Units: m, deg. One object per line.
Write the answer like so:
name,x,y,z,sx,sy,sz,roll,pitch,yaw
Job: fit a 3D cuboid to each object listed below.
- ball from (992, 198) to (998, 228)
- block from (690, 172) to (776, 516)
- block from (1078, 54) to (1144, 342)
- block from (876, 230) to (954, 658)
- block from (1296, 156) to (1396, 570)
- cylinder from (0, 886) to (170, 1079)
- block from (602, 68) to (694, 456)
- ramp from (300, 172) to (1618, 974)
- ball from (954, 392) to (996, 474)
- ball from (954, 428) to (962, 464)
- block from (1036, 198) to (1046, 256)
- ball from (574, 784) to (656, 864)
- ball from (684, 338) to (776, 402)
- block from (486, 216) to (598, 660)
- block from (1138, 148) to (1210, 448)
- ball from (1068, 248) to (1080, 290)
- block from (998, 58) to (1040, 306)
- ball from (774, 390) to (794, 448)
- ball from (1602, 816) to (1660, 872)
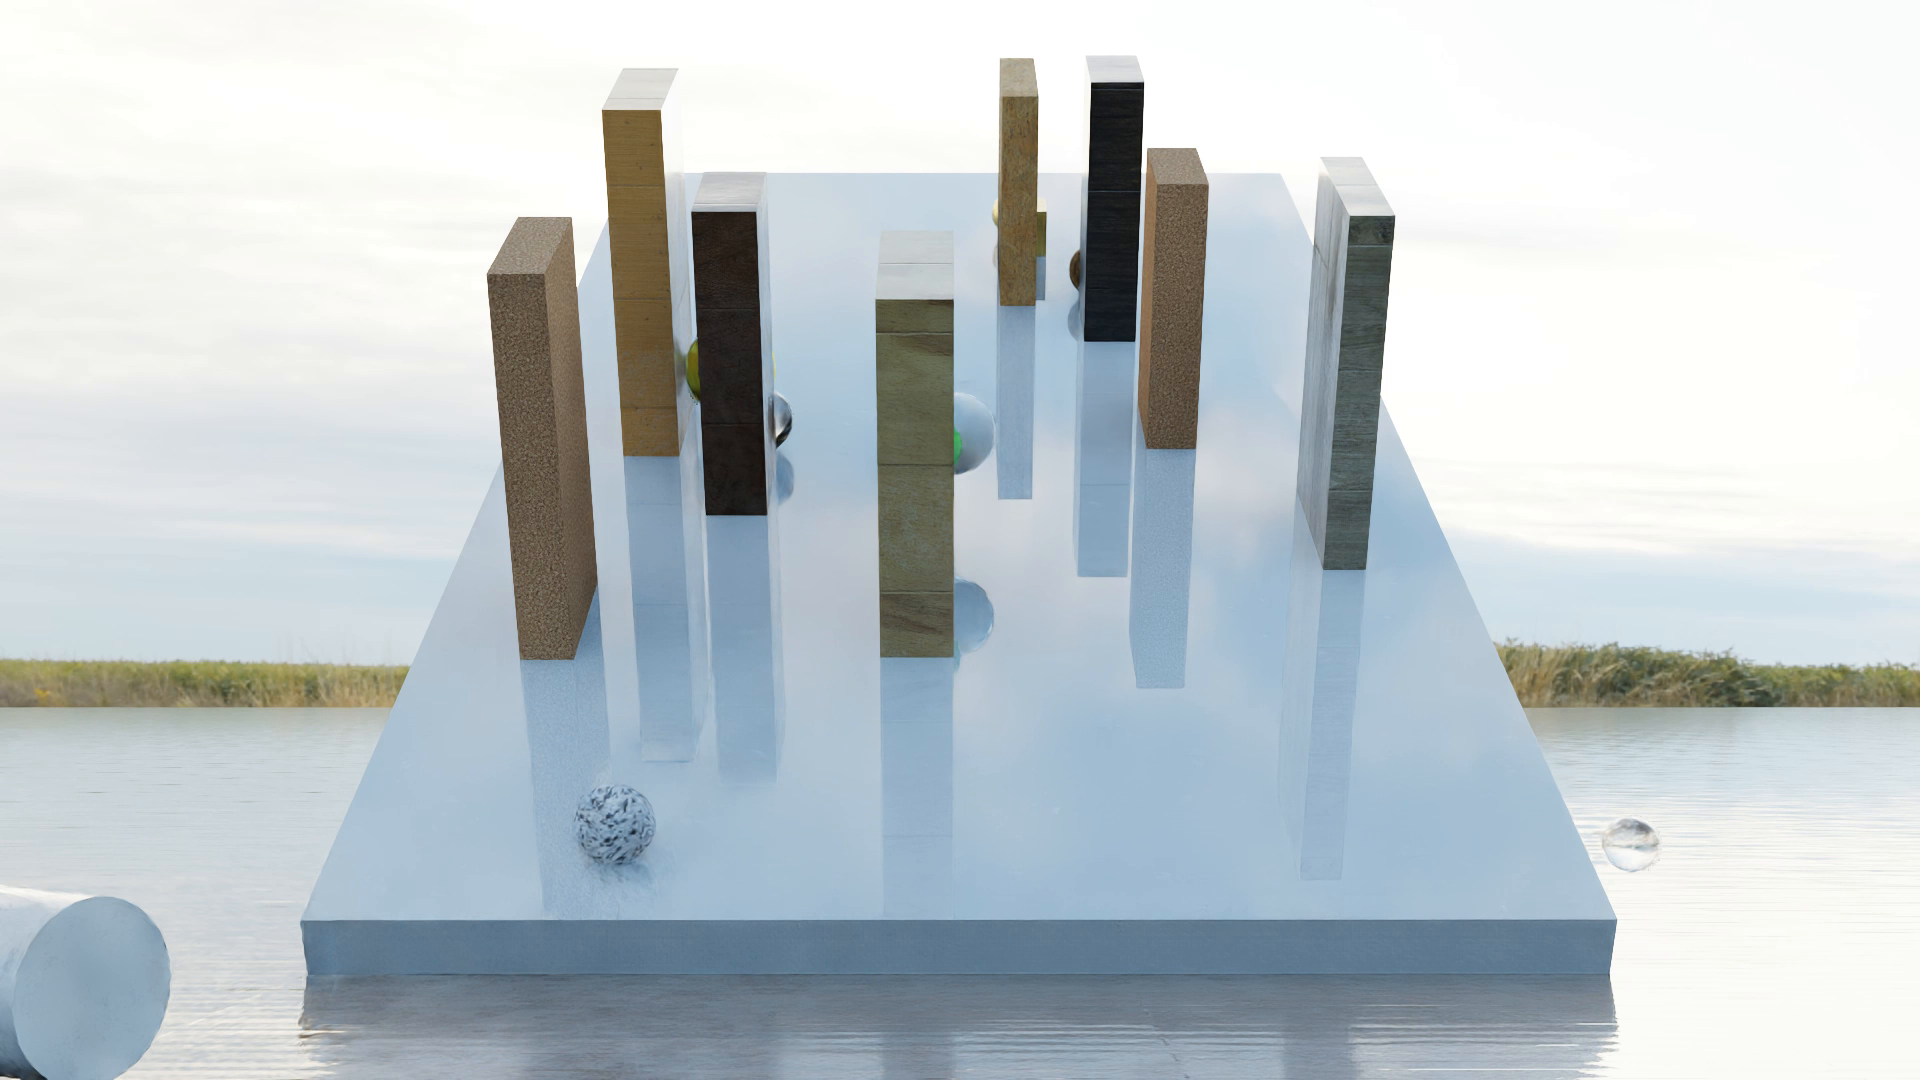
ball,0.152,-0.918,6.589,0.127,0.127,0.127,0,-4,0
block,-0.466,-0.408,4.876,0.129,0.657,0.281,0,25,0
block,0.373,-0.847,5.819,0.129,0.654,0.272,0,25,0
block,-0.080,-0.181,4.347,0.135,0.696,0.386,0,25,0
block,0.764,-0.356,4.684,0.086,0.731,0.396,0,25,0
cylinder,-1.014,0.485,2.563,0.204,0.204,0.204,-1,-4,31
block,-0.681,-0.613,5.169,0.124,0.778,0.359,0,25,0
ramp,-0.009,-0.229,5.388,2.000,0.100,4.000,0,25,0
ball,-0.011,-0.217,4.753,0.167,0.167,0.167,0,-4,0
ball,-0.052,-0.186,4.620,0.112,0.112,0.112,0,-4,0
block,0.173,-0.865,6.473,0.128,0.128,0.128,0,25,0
ball,-0.542,0.446,3.680,0.127,0.127,0.127,0,-4,0
ball,-0.516,-0.385,5.280,0.206,0.206,0.206,0,-4,0
block,-0.759,-0.186,4.298,0.099,0.744,0.326,0,25,0
block,0.471,-0.538,5.215,0.111,0.608,0.284,0,25,0
ball,0.355,-0.705,6.115,0.143,0.143,0.143,0,-4,0
block,0.150,-0.943,6.142,0.092,0.550,0.406,0,25,0
ball,-0.440,-0.266,5.177,0.144,0.144,0.144,0,-4,0
ball,1.643,0.745,5.739,0.137,0.137,0.137,0,-4,0
